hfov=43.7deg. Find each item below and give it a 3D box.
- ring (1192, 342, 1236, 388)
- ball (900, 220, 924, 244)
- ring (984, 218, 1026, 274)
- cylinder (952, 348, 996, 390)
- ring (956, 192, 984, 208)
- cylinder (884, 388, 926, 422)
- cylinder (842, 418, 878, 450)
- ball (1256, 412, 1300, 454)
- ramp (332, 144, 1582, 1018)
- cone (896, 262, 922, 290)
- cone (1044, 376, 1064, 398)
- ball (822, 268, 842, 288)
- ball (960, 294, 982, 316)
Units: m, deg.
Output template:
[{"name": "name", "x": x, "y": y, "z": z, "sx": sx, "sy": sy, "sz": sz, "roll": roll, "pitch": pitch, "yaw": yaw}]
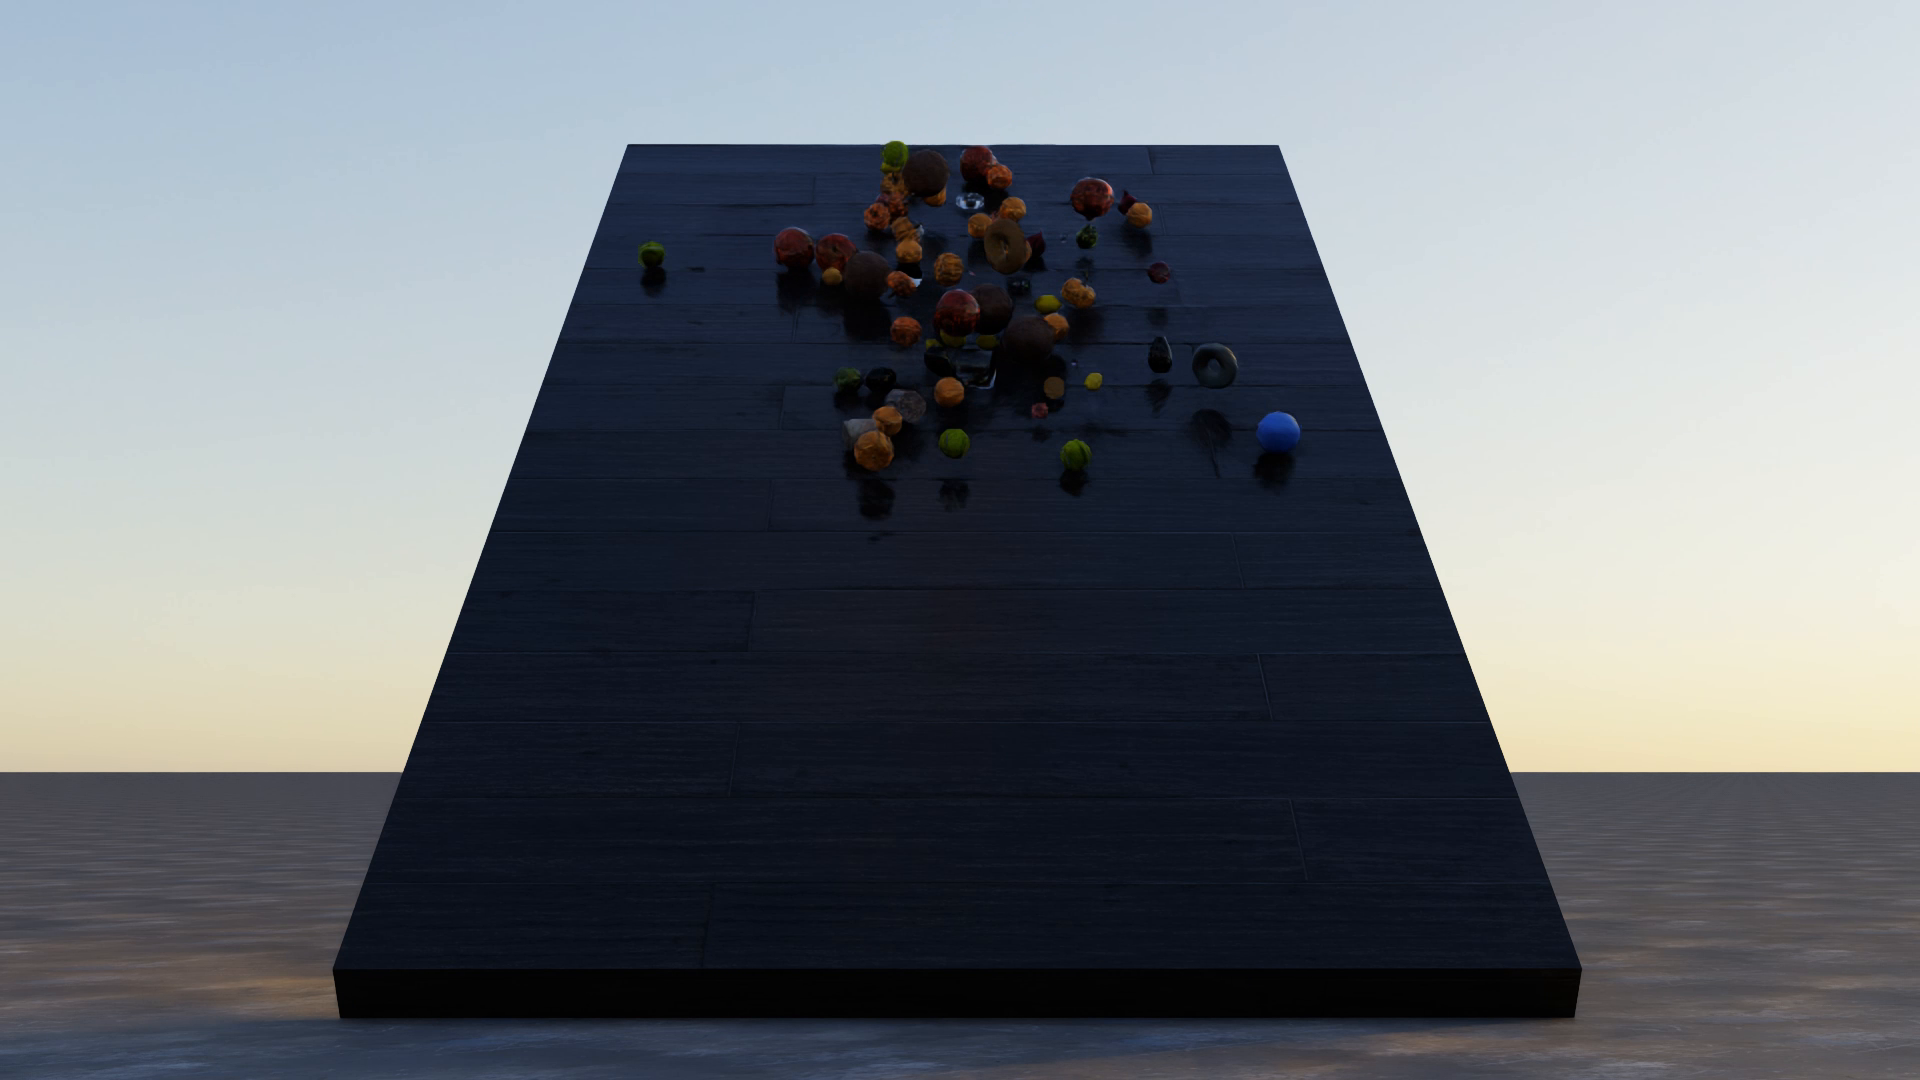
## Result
[{"name": "ring", "x": 0.605, "y": -0.414, "z": 5.684, "sx": 0.115, "sy": 0.115, "sz": 0.038, "roll": -4, "pitch": 21, "yaw": 35}, {"name": "ball", "x": -0.134, "y": -0.848, "z": 6.595, "sx": 0.067, "sy": 0.067, "sz": 0.067, "roll": 0, "pitch": -5, "yaw": 0}, {"name": "ring", "x": 0.118, "y": -0.756, "z": 6.158, "sx": 0.049, "sy": 0.146, "sz": 0.146, "roll": -19, "pitch": 6, "yaw": -33}, {"name": "cylinder", "x": 0.034, "y": -0.414, "z": 5.766, "sx": 0.092, "sy": 0.092, "sz": 0.092, "roll": 6, "pitch": -4, "yaw": 11}, {"name": "ring", "x": 0.029, "y": -0.975, "z": 6.874, "sx": 0.083, "sy": 0.028, "sz": 0.083, "roll": 0, "pitch": 28, "yaw": 0}, {"name": "cylinder", "x": -0.128, "y": -0.314, "z": 5.582, "sx": 0.073, "sy": 0.073, "sz": 0.073, "roll": 3, "pitch": 7, "yaw": -27}, {"name": "cylinder", "x": -0.229, "y": -0.242, "z": 5.466, "sx": 0.068, "sy": 0.068, "sz": 0.068, "roll": 6, "pitch": -7, "yaw": -18}, {"name": "ball", "x": 0.725, "y": -0.244, "z": 5.451, "sx": 0.097, "sy": 0.097, "sz": 0.097, "roll": 0, "pitch": -5, "yaw": 0}, {"name": "ramp", "x": -0.012, "y": -0.221, "z": 5.611, "sx": 2.000, "sy": 0.100, "sz": 4.000, "roll": 0, "pitch": 28, "yaw": 0}, {"name": "cone", "x": -0.136, "y": -0.700, "z": 6.357, "sx": 0.072, "sy": 0.072, "sz": 0.072, "roll": 0, "pitch": 2, "yaw": -1}, {"name": "cone", "x": 0.218, "y": -0.365, "z": 5.748, "sx": 0.054, "sy": 0.054, "sz": 0.054, "roll": 1, "pitch": 0, "yaw": -14}, {"name": "ball", "x": -0.339, "y": -0.695, "z": 6.327, "sx": 0.051, "sy": 0.051, "sz": 0.051, "roll": 0, "pitch": -5, "yaw": 0}, {"name": "ball", "x": 0.028, "y": -0.605, "z": 6.163, "sx": 0.053, "sy": 0.053, "sz": 0.053, "roll": 0, "pitch": -5, "yaw": 0}]
